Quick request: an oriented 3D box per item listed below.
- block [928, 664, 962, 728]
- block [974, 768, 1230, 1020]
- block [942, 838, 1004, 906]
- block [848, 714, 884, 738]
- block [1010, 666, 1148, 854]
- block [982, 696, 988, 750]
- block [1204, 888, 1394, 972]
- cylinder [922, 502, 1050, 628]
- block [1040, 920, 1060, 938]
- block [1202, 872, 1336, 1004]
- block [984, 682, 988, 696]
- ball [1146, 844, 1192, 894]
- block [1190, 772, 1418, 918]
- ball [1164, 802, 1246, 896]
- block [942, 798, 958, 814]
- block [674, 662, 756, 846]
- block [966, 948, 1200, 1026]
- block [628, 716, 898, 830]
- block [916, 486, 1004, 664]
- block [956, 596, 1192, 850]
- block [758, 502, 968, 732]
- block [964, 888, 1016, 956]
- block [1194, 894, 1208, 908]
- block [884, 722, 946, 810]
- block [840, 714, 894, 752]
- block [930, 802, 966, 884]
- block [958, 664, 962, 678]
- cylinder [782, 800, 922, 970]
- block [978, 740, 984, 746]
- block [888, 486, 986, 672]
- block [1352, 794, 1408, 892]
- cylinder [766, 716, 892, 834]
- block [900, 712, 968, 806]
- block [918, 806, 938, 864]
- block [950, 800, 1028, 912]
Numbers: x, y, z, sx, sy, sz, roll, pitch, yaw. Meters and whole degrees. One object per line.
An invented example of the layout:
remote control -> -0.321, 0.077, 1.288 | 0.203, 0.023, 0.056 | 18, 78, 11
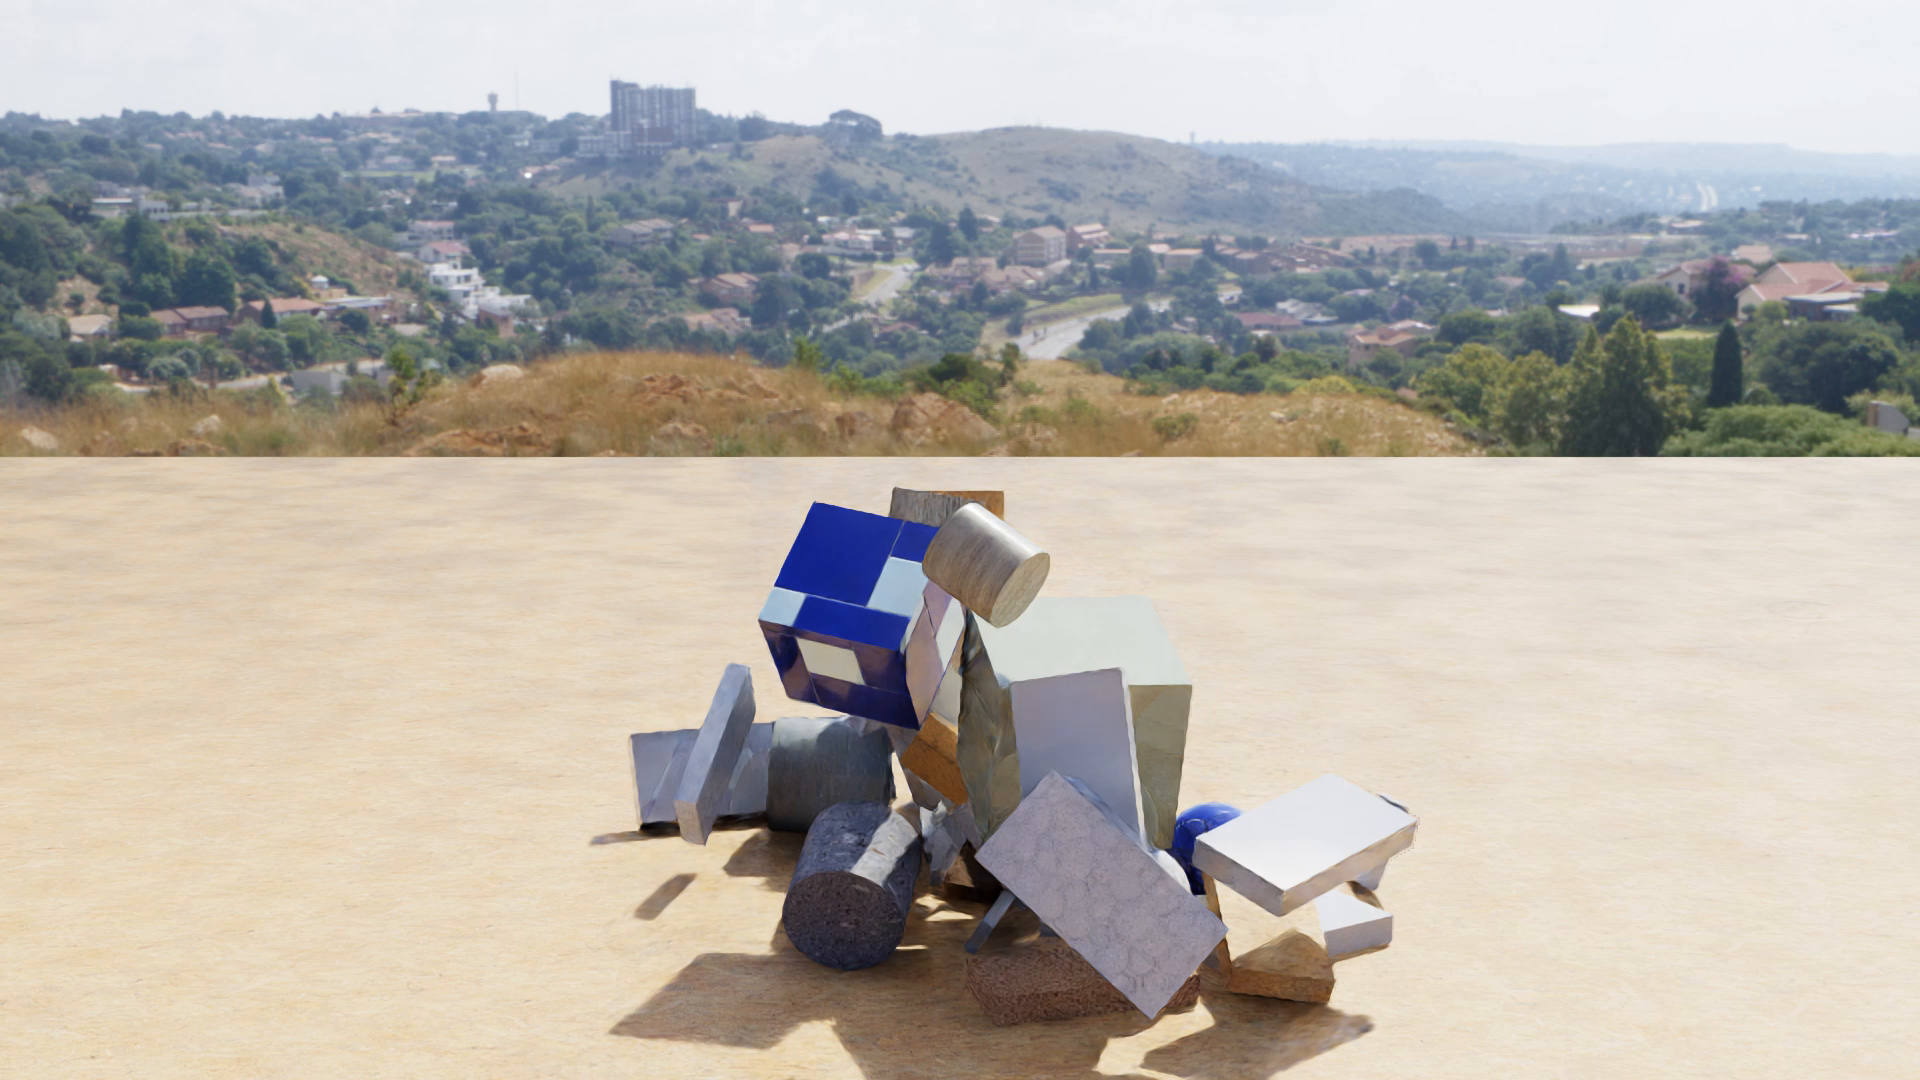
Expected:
block -> -0.018, 0.285, 3.688 | 0.028, 0.099, 0.198 | 37, -10, 43
block -> 0.193, 0.484, 3.013 | 0.324, 0.162, 0.046 | 42, -7, 7
block -> 0.065, 0.523, 3.689 | 0.111, 0.031, 0.222 | 8, 35, 20
block -> -0.106, 0.229, 3.807 | 0.139, 0.277, 0.039 | -27, 66, -28
block -> 0.172, 0.353, 3.121 | 0.162, 0.324, 0.046 | -9, -13, 13
block -> -0.005, 0.400, 4.085 | 0.110, 0.221, 0.031 | 0, 10, 0
block -> 0.506, 0.611, 3.434 | 0.309, 0.044, 0.154 | -6, 12, -31
cylinder -> 0.039, 0.037, 3.249 | 0.134, 0.134, 0.134 | 38, 28, 23
block -> 0.212, 0.609, 3.500 | 0.165, 0.023, 0.082 | 1, 11, 6
block -> 0.461, 0.574, 3.321 | 0.154, 0.044, 0.309 | 9, 27, -6
block -> -0.003, 0.374, 4.225 | 0.110, 0.221, 0.031 | 0, 11, 1
ball -> 0.259, 0.534, 3.263 | 0.171, 0.171, 0.171 | 0, 11, 0
block -> 0.506, 0.441, 3.215 | 0.324, 0.046, 0.162 | -17, 34, -42
ball -> 0.414, 0.515, 3.586 | 0.177, 0.177, 0.177 | 0, 11, 0
block -> 0.072, 0.439, 3.725 | 0.111, 0.031, 0.222 | -39, 26, -22
block -> -0.419, 0.367, 3.784 | 0.039, 0.139, 0.285 | 11, 53, 10
block -> 0.179, 0.649, 3.234 | 0.309, 0.044, 0.154 | -3, 11, -16
block -> -0.366, 0.427, 4.085 | 0.481, 0.168, 0.048 | -4, -20, -18
block -> 0.000, 0.067, 4.178 | 0.168, 0.337, 0.048 | 0, 11, 2
block -> 0.168, 0.282, 3.408 | 0.290, 0.290, 0.290 | -1, 25, -10
block -> -0.149, 0.122, 3.532 | 0.235, 0.235, 0.235 | 12, 57, 18
block -> 0.061, 0.575, 3.427 | 0.021, 0.075, 0.150 | 35, 40, 7
block -> 0.382, 0.588, 3.476 | 0.165, 0.082, 0.023 | -6, 57, -28
block -> -0.055, 0.313, 3.728 | 0.039, 0.277, 0.139 | 19, 51, 39
block -> -0.158, 0.346, 4.044 | 0.108, 0.215, 0.030 | 41, 19, -13
block -> 0.014, 0.503, 3.783 | 0.111, 0.031, 0.222 | 2, 37, 4
block -> -0.006, 0.262, 4.139 | 0.110, 0.031, 0.221 | 1, 11, 3
cylinder -> -0.163, 0.528, 3.372 | 0.185, 0.185, 0.185 | 2, 28, 8
block -> -0.002, 0.454, 3.945 | 0.108, 0.030, 0.215 | -4, 43, -3
block -> -0.065, 0.081, 4.061 | 0.168, 0.337, 0.048 | 10, 2, 23
block -> 0.702, 0.508, 3.696 | 0.021, 0.150, 0.075 | 20, 2, -14
cylinder -> -0.231, 0.426, 3.954 | 0.206, 0.206, 0.206 | 4, 11, 1
block -> 0.008, 0.382, 3.621 | 0.198, 0.099, 0.028 | 35, 15, 11
block -> -0.018, 0.472, 3.880 | 0.108, 0.030, 0.215 | -5, 43, -4
block -> 0.082, 0.497, 3.558 | 0.099, 0.198, 0.028 | -34, 4, 33
